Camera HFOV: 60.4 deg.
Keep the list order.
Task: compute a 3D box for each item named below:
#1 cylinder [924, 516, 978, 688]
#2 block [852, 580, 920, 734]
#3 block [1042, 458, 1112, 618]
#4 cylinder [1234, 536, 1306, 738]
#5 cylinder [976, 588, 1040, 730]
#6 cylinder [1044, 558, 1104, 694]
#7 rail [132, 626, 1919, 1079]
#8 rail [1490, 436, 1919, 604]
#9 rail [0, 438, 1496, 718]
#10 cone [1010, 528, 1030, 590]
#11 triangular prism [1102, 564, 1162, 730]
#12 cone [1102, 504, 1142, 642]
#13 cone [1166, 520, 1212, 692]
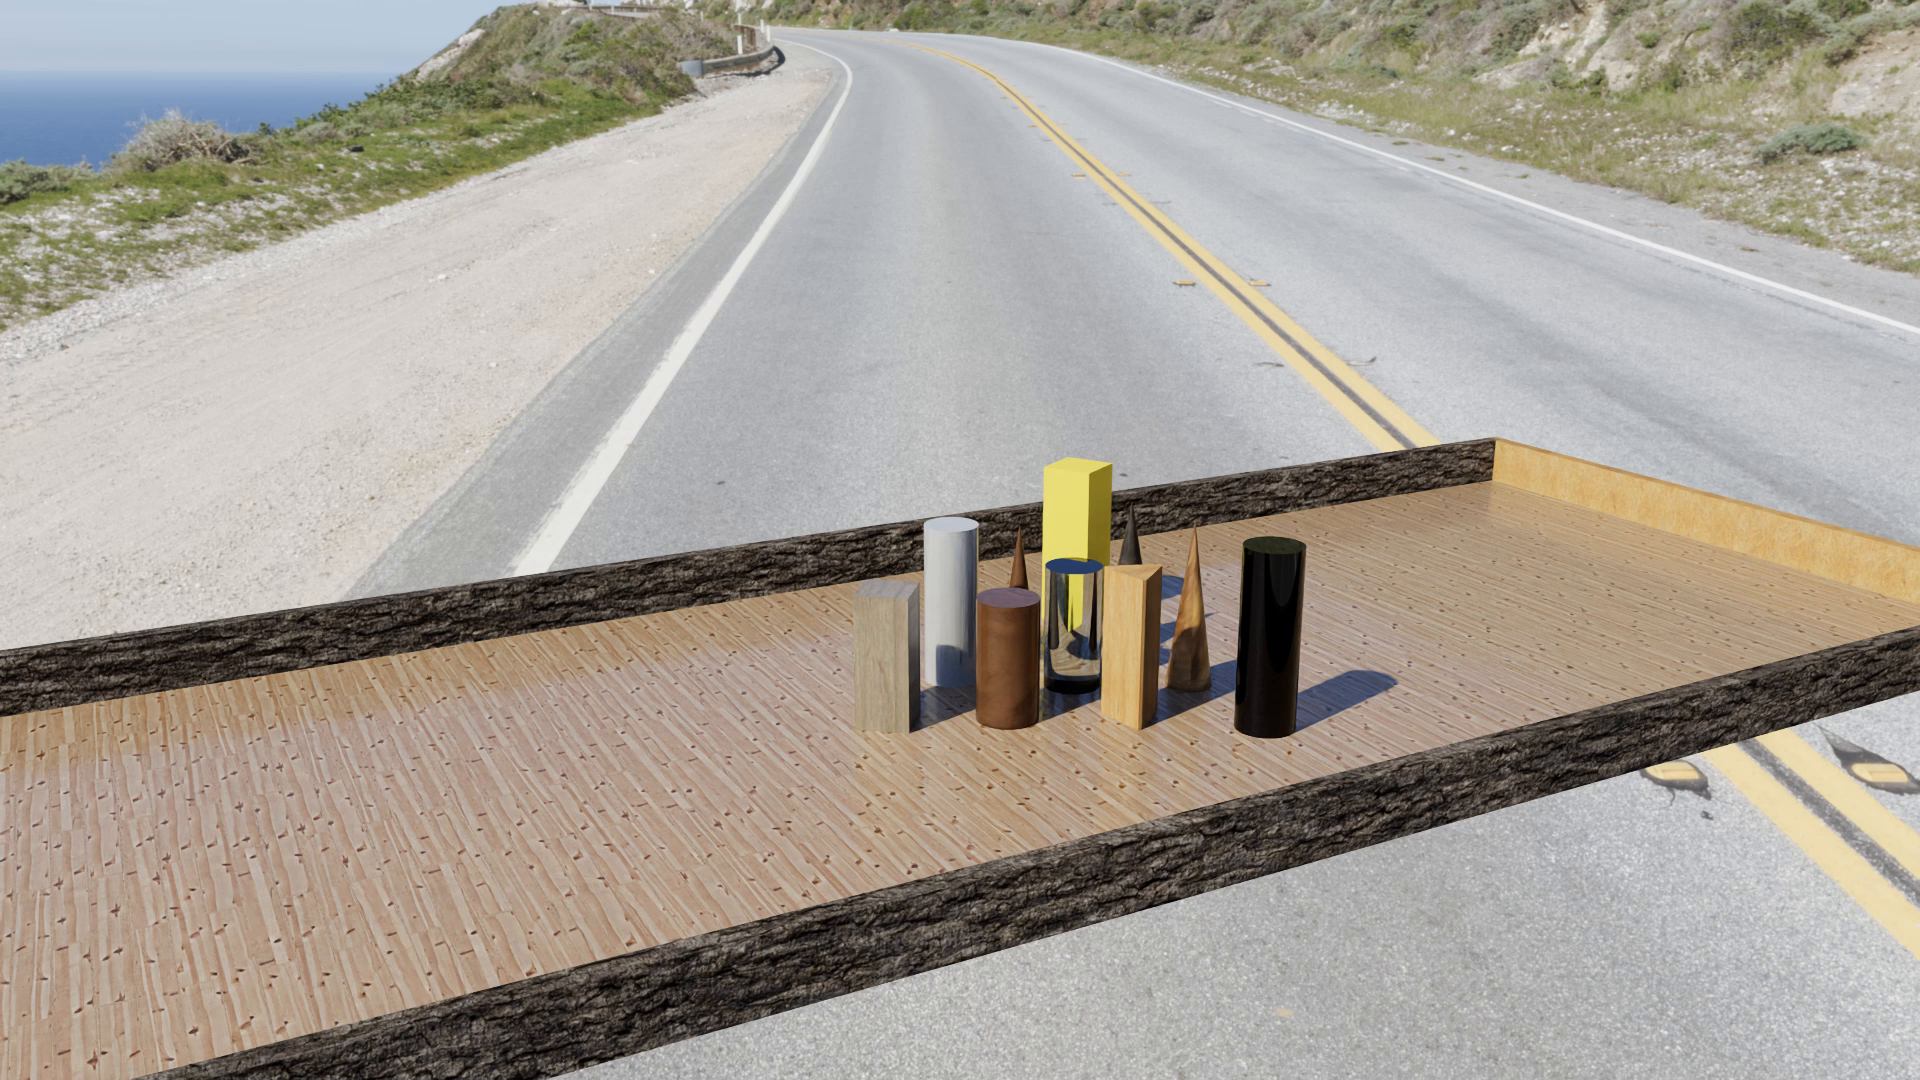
[{"bbox_3d":[-0.022,0.155,4.113,0.136,0.403,0.136,0,16,0],"label":"cylinder"},{"bbox_3d":[-0.169,0.271,3.852,0.129,0.328,0.129,3,17,10],"label":"block"},{"bbox_3d":[0.324,0.004,4.572,0.138,0.434,0.138,10,19,30],"label":"block"},{"bbox_3d":[0.714,0.224,3.803,0.143,0.444,0.143,0,16,0],"label":"cylinder"},{"bbox_3d":[0.112,0.278,3.877,0.151,0.301,0.151,0,16,0],"label":"cylinder"},{"bbox_3d":[0.280,0.212,4.085,0.143,0.310,0.143,0,16,0],"label":"cylinder"},{"bbox_3d":[-2.336,1.006,1.665,12.000,0.150,0.050,-9,18,-27],"label":"rail"},{"bbox_3d":[2.466,-0.048,5.253,0.050,0.150,2.100,-9,18,-27],"label":"rail"},{"bbox_3d":[-3.305,0.497,3.399,12.000,0.150,0.050,-9,18,-27],"label":"rail"},{"bbox_3d":[0.157,0.117,4.359,0.101,0.338,0.101,0,16,0],"label":"cone"},{"bbox_3d":[0.425,0.243,3.879,0.117,0.367,0.135,-12,20,-35],"label":"triangular prism"},{"bbox_3d":[0.449,0.086,4.354,0.147,0.399,0.147,0,16,0],"label":"cone"},{"bbox_3d":[0.572,0.155,4.067,0.117,0.428,0.117,0,16,0],"label":"cone"}]
